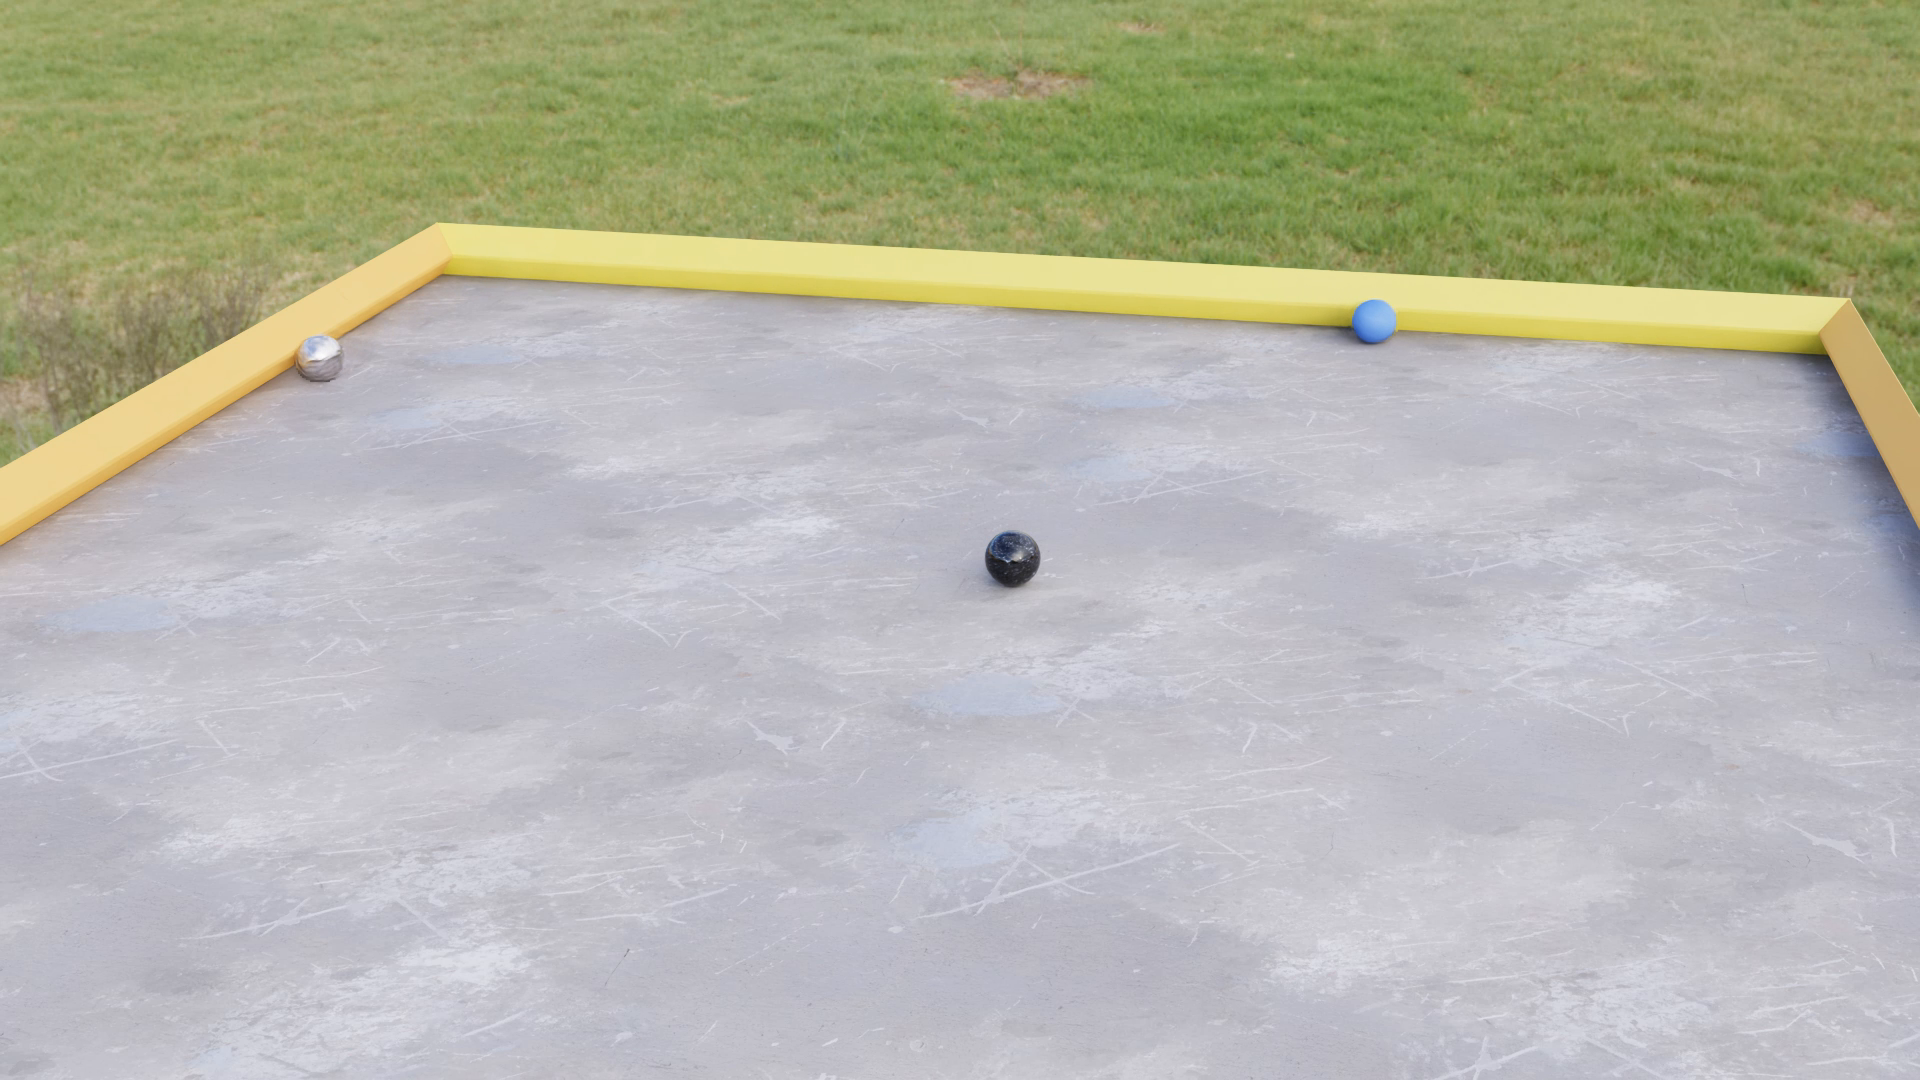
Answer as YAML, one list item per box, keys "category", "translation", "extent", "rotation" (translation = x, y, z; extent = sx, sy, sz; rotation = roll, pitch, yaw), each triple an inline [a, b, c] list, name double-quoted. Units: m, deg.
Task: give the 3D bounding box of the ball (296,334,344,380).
- category: "ball"
  translation: [-0.946, -0.270, 3.253]
  extent: [0.069, 0.069, 0.069]
  rotation: [0, 22, 0]

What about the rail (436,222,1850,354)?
- category: "rail"
  translation: [0.222, -0.407, 3.560]
  extent: [2.305, 0.089, 0.045]
  rotation: [5, 23, 11]

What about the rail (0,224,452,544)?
- category: "rail"
  translation: [-1.331, 0.306, 1.806]
  extent: [0.045, 0.089, 4.393]
  rotation: [5, 23, 11]

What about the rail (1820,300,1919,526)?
- category: "rail"
  translation: [0.878, 0.481, 1.374]
  extent: [0.045, 0.089, 4.393]
  rotation: [5, 23, 11]

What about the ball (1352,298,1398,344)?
- category: "ball"
  translation: [0.647, -0.341, 3.428]
  extent: [0.069, 0.069, 0.069]
  rotation: [0, 22, 0]

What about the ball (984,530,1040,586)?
- category: "ball"
  translation: [0.061, 0.021, 2.541]
  extent: [0.065, 0.065, 0.065]
  rotation: [0, 22, 0]
